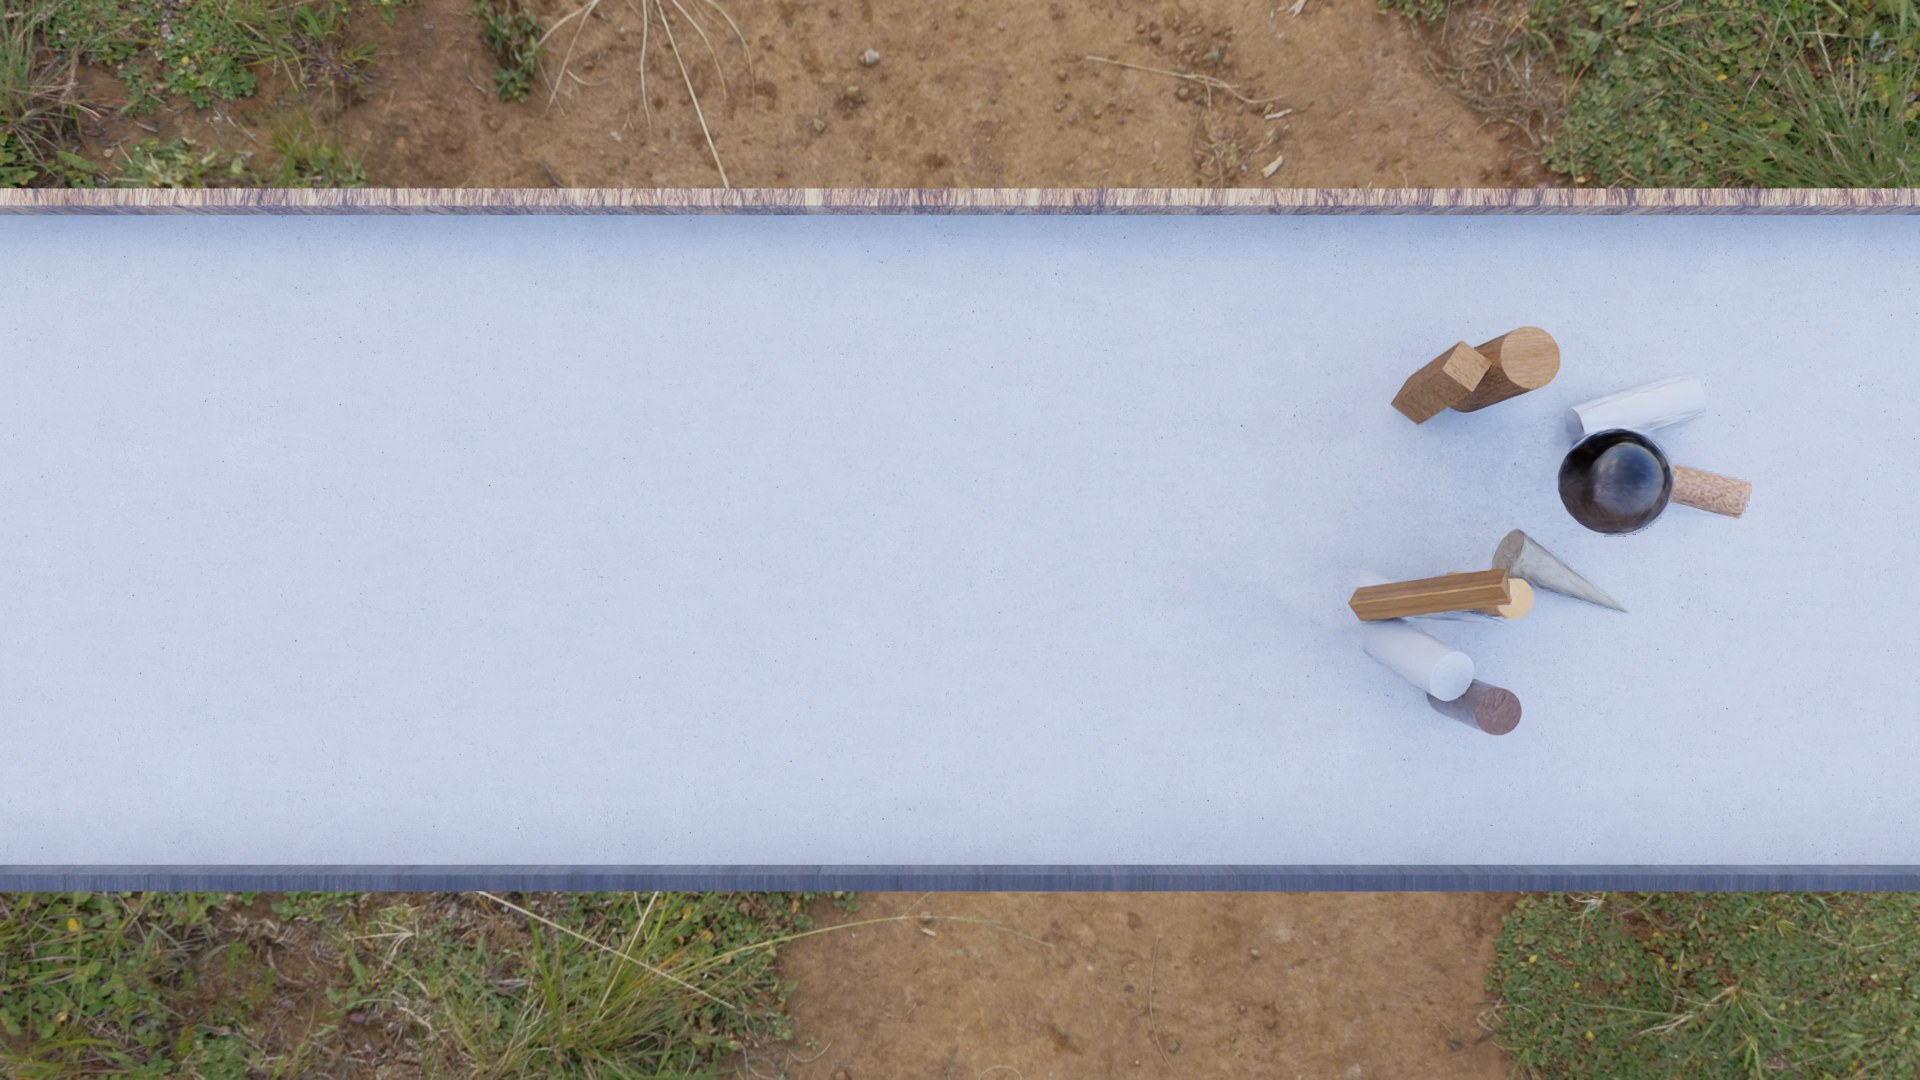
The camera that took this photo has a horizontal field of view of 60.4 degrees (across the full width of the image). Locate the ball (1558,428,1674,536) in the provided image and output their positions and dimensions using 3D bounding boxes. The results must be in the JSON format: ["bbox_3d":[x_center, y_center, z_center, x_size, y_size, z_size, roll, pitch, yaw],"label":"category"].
[{"bbox_3d":[1.914,-0.172,4.818,0.315,0.315,0.315,0,90,0],"label":"ball"}]

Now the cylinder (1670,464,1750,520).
[{"bbox_3d":[2.141,-0.170,4.954,0.406,0.110,0.110,17,90,20],"label":"cylinder"}]

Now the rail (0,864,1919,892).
[{"bbox_3d":[-2.247,1.025,5.001,12.000,0.150,0.050,0,90,0],"label":"rail"}]

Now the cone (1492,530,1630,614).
[{"bbox_3d":[1.864,0.133,5.038,0.455,0.154,0.154,25,90,-10],"label":"cone"}]

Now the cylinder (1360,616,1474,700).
[{"bbox_3d":[1.350,0.342,4.886,0.150,0.352,0.150,-6,109,-19],"label":"cylinder"}]

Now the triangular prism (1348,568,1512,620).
[{"bbox_3d":[1.356,0.159,4.783,0.447,0.087,0.101,-10,82,33],"label":"triangular prism"}]

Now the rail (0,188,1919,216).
[{"bbox_3d":[-2.247,-1.025,5.002,12.000,0.150,0.050,0,90,0],"label":"rail"}]

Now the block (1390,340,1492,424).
[{"bbox_3d":[1.413,-0.459,4.864,0.108,0.410,0.108,36,79,1],"label":"block"}]

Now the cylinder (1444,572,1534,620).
[{"bbox_3d":[1.555,0.163,4.897,0.119,0.340,0.119,0,92,-13],"label":"cylinder"}]

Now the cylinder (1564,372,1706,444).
[{"bbox_3d":[2.041,-0.389,4.991,0.374,0.136,0.136,-16,90,0],"label":"cylinder"}]

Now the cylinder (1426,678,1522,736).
[{"bbox_3d":[1.509,0.476,4.859,0.135,0.429,0.135,0,92,-2],"label":"cylinder"}]

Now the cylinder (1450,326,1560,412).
[{"bbox_3d":[1.578,-0.497,4.852,0.179,0.426,0.179,1,85,-8],"label":"cylinder"}]

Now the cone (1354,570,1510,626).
[{"bbox_3d":[1.414,0.203,4.917,0.452,0.137,0.137,13,90,25],"label":"cone"}]
